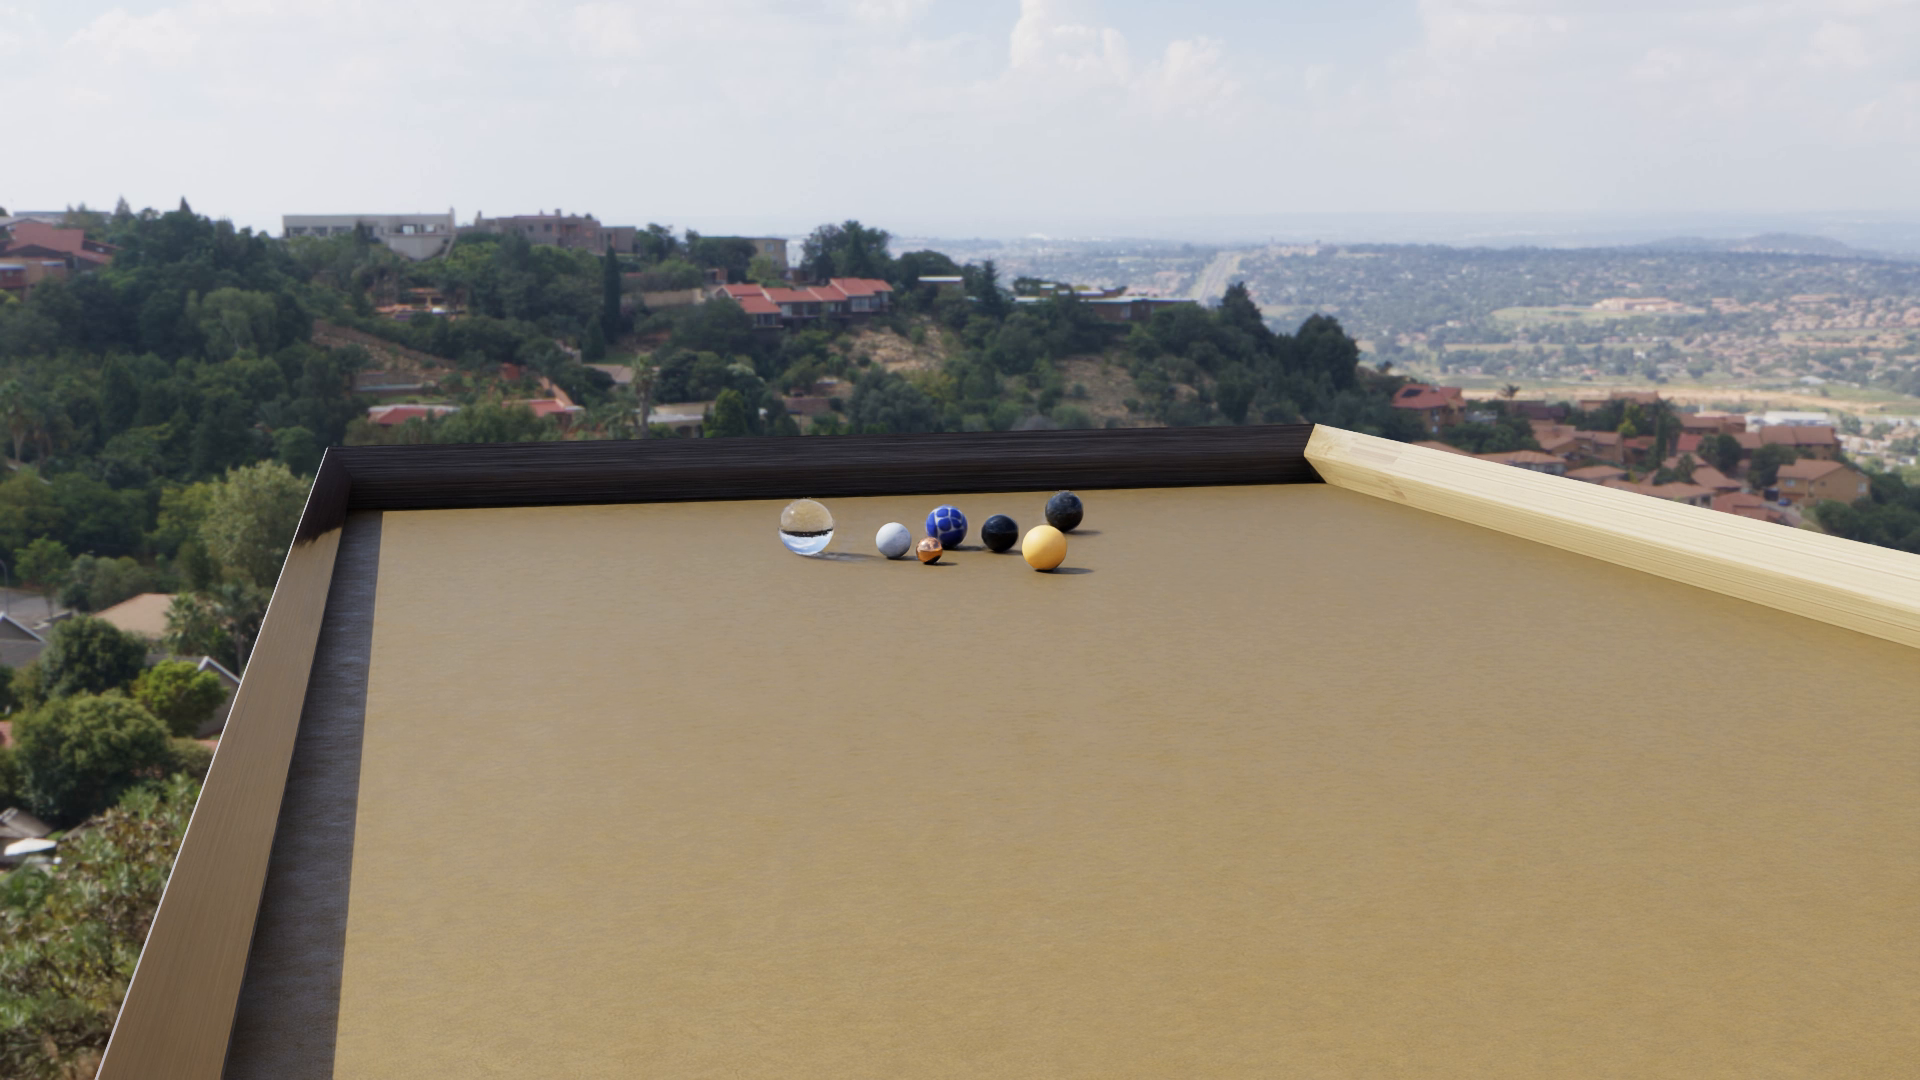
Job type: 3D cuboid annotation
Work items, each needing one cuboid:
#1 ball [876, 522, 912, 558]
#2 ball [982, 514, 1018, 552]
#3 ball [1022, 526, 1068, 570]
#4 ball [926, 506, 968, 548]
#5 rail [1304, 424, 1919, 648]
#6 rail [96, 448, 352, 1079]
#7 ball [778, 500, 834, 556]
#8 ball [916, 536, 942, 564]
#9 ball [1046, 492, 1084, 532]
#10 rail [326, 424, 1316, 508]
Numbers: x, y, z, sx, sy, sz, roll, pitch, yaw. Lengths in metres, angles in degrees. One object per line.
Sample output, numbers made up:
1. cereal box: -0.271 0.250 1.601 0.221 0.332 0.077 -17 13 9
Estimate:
1. ball: -0.105 0.001 3.495 0.057 0.057 0.057 0 8 0
2. ball: 0.064 -0.011 3.565 0.060 0.060 0.060 0 8 0
3. ball: 0.130 0.012 3.370 0.069 0.069 0.069 0 8 0
4. ball: -0.022 -0.022 3.606 0.069 0.069 0.069 0 8 0
5. rail: 1.156 0.067 2.819 0.045 0.115 3.643 -2 8 -14
6. rail: -0.717 0.132 2.359 0.045 0.115 3.643 -2 8 -14
7. ball: -0.247 -0.020 3.527 0.089 0.089 0.089 0 8 0
8. ball: -0.048 0.016 3.438 0.042 0.042 0.042 0 8 0
9. ball: 0.181 -0.048 3.797 0.068 0.068 0.068 0 8 0
10. rail: -0.214 -0.147 4.316 1.978 0.115 0.045 -2 8 -14
